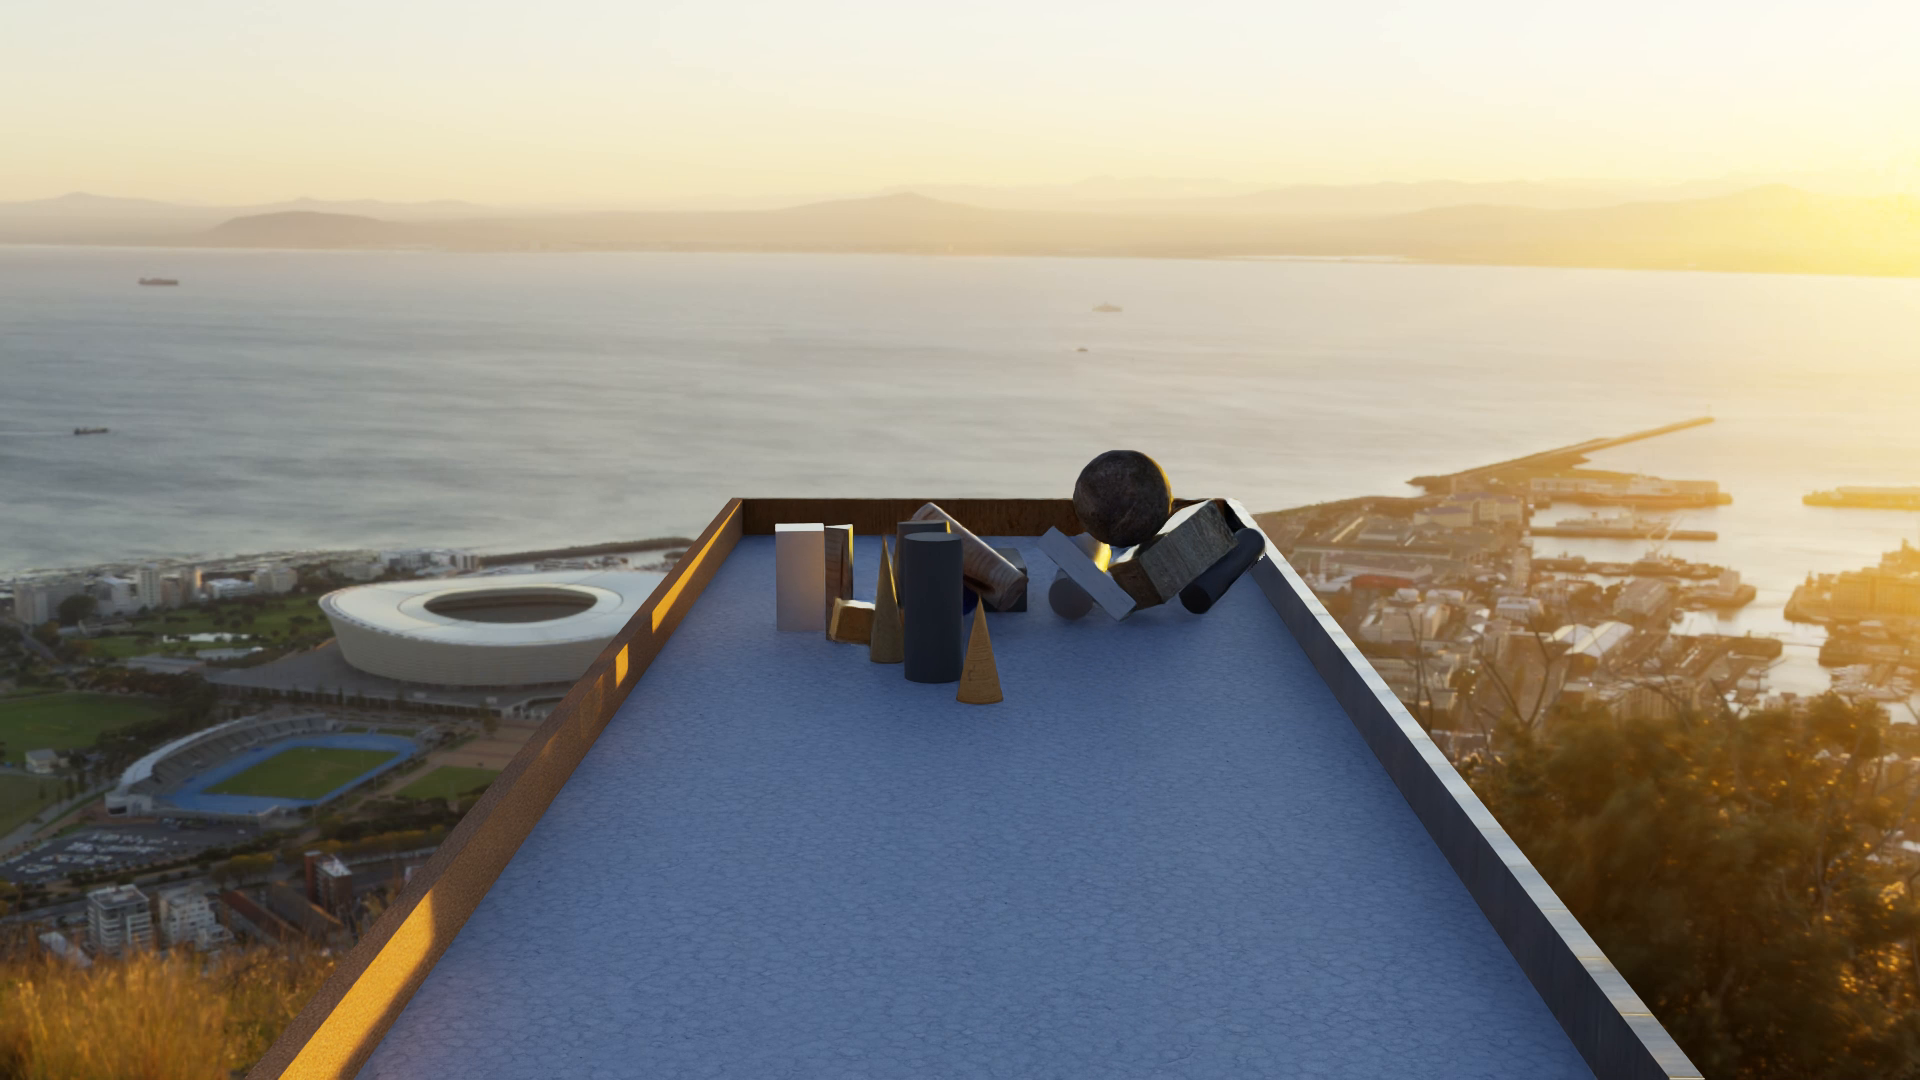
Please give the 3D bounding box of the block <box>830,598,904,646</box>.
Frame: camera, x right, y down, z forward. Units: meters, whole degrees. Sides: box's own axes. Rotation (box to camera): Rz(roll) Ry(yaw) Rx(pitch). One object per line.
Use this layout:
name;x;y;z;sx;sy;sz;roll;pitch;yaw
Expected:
block;-0.223;0.267;6.786;0.333;0.112;0.112;8;7;-13

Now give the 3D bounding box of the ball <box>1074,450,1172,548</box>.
ball;0.552;-0.141;7.458;0.334;0.334;0.334;0;9;0

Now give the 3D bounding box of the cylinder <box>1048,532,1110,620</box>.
cylinder;0.409;0.120;7.495;0.153;0.153;0.408;2;22;12

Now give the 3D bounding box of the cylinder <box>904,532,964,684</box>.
cylinder;-0.076;0.197;6.434;0.173;0.418;0.173;0;9;0

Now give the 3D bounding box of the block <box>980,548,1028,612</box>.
block;0.141;0.135;7.686;0.149;0.149;0.449;0;9;-3

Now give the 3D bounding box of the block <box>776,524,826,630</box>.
block;-0.523;0.120;7.204;0.156;0.328;0.156;-1;9;-5

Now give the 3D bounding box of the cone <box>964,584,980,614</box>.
cone;-0.069;0.119;7.521;0.140;0.140;0.381;-4;24;-22

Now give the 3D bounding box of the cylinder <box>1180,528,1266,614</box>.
cylinder;0.907;0.103;7.574;0.116;0.116;0.449;6;28;32

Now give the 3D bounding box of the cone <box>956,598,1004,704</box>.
cone;0.056;0.299;6.160;0.133;0.300;0.133;0;9;0

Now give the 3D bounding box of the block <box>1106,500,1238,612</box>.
block;0.726;0.052;7.489;0.398;0.180;0.180;-36;9;-32

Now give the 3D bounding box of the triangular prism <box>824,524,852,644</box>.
triangular prism;-0.366;0.137;6.980;0.093;0.365;0.080;6;11;33

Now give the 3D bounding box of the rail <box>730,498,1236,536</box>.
rail;0.099;-0.098;9.147;2.100;0.150;0.050;0;9;1

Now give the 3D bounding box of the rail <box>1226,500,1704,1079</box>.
rail;1.046;0.843;3.208;0.050;0.150;12.000;0;9;1

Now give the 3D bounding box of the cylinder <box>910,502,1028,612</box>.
cylinder;0.021;0.056;7.305;0.420;0.146;0.146;38;24;18

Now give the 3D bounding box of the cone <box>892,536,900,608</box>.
cone;-0.202;0.117;7.227;0.104;0.326;0.104;0;9;0

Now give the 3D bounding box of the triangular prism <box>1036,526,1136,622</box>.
triangular prism;0.424;0.107;7.255;0.392;0.075;0.087;44;26;19

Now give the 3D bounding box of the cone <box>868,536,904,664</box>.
cone;-0.223;0.166;6.622;0.116;0.406;0.116;-1;19;0

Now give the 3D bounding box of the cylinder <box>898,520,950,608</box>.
cylinder;-0.109;0.129;6.960;0.164;0.372;0.164;-2;4;0

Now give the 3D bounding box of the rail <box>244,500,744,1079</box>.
rail;-1.004;0.839;3.234;0.050;0.150;12.000;0;9;1
